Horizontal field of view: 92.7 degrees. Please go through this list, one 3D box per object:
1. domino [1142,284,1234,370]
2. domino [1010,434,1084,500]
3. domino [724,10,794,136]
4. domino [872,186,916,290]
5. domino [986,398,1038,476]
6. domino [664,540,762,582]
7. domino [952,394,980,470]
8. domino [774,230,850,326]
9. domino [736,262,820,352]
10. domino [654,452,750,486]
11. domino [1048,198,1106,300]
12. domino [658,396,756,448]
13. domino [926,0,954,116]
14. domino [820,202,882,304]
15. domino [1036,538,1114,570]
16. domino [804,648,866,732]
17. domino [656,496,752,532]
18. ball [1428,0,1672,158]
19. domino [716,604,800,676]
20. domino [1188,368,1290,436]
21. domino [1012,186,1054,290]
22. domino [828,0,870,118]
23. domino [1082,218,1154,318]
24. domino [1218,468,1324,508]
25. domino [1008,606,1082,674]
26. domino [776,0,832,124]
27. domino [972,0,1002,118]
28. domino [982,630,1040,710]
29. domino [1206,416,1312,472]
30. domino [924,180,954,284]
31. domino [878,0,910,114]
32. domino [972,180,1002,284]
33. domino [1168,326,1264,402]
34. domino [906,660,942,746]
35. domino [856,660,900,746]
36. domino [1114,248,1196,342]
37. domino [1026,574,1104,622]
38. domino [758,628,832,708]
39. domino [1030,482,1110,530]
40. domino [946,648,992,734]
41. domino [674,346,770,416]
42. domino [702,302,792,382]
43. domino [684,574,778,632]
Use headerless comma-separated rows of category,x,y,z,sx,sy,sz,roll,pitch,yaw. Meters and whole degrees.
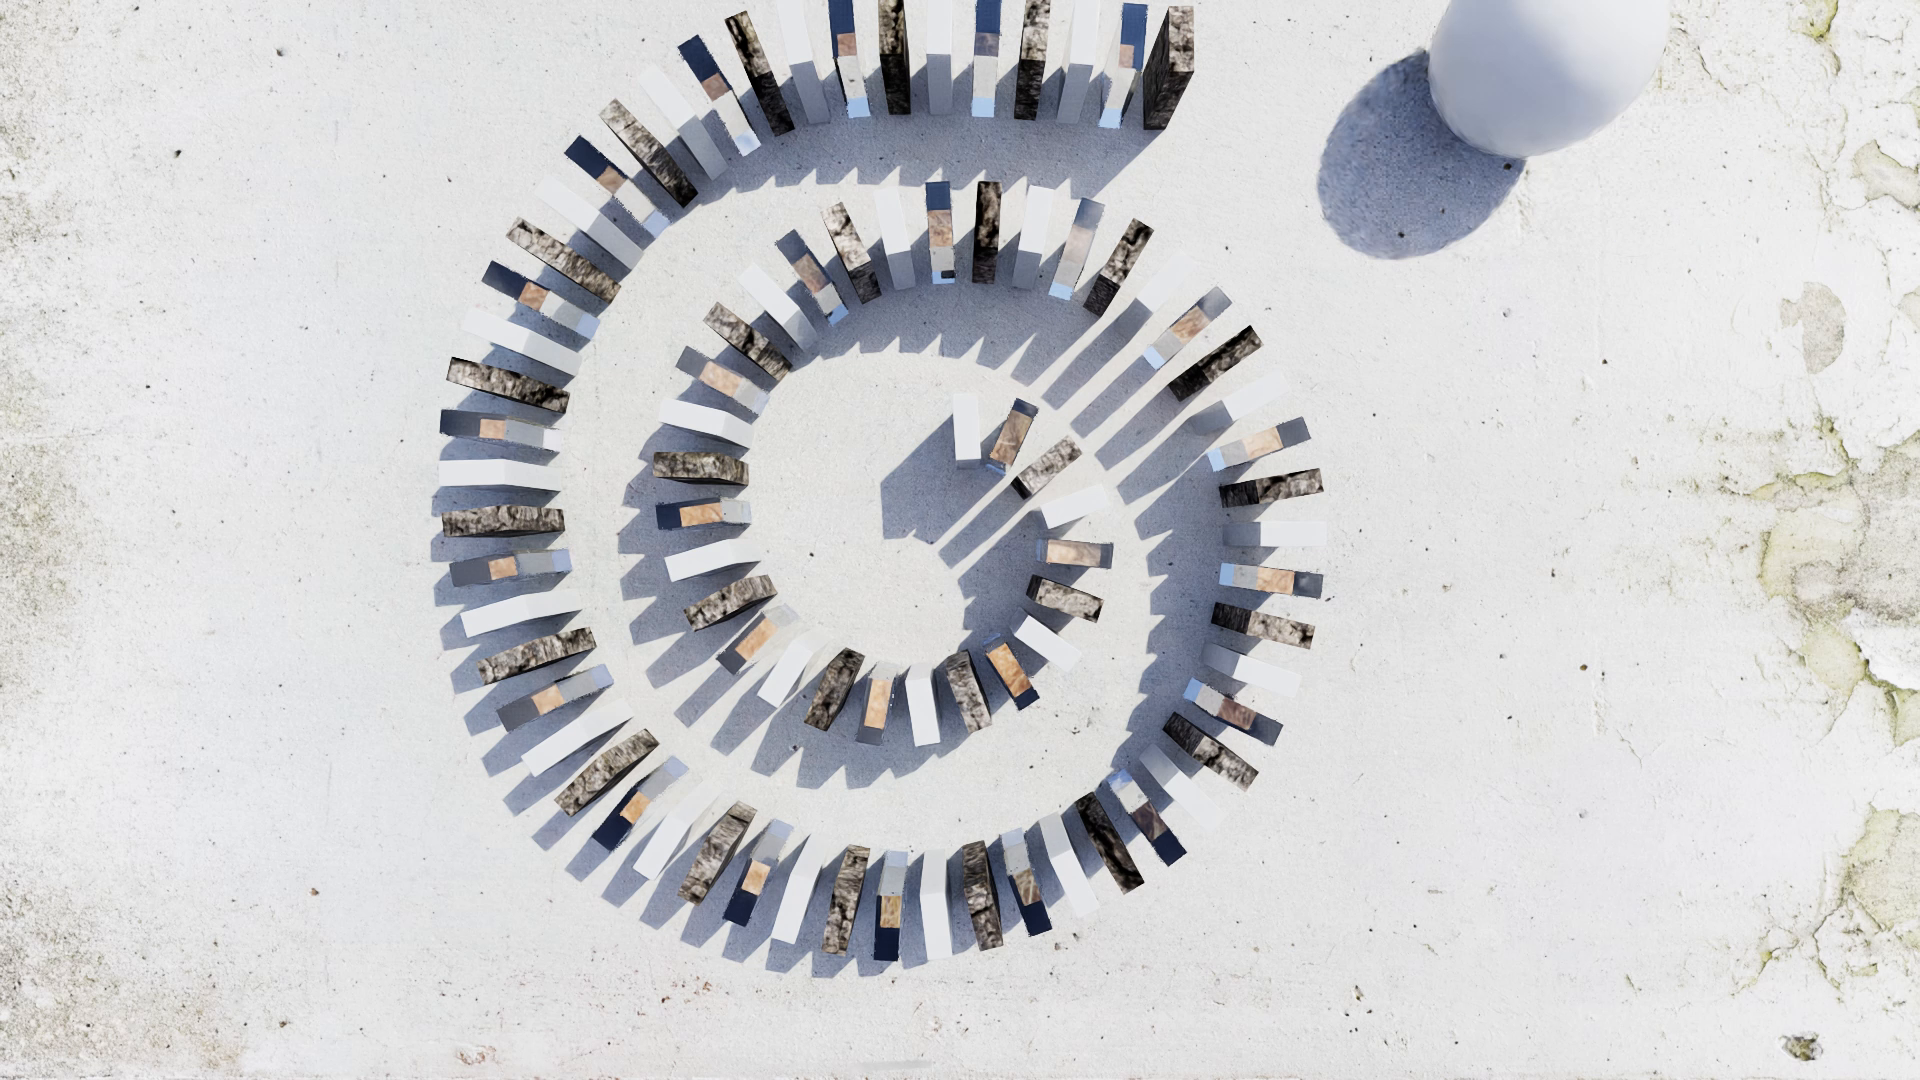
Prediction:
domino,0.092,-0.086,0.375,0.025,0.050,0.009,-41,90,0
domino,0.035,-0.029,0.375,0.025,0.050,0.009,-39,90,0
domino,-0.081,-0.189,0.375,0.010,0.050,0.025,-23,90,0
domino,-0.026,-0.122,0.375,0.010,0.050,0.025,-12,90,0
domino,0.021,-0.041,0.375,0.009,0.050,0.025,25,90,0
domino,-0.100,0.008,0.375,0.025,0.050,0.009,-17,90,0
domino,0.002,-0.043,0.375,0.009,0.050,0.025,-3,90,0
domino,-0.060,-0.106,0.375,0.010,0.050,0.025,-37,90,0
domino,-0.074,-0.094,0.375,0.025,0.050,0.009,45,90,0
domino,-0.105,-0.029,0.375,0.025,0.050,0.009,1,90,0
domino,0.047,-0.118,0.375,0.009,0.050,0.025,19,90,0
domino,-0.103,-0.047,0.375,0.025,0.050,0.010,13,90,0
domino,-0.008,-0.198,0.375,0.010,0.050,0.025,2,90,0
domino,-0.044,-0.116,0.375,0.009,0.050,0.025,-26,90,0
domino,0.046,0.005,0.375,0.025,0.050,0.009,6,90,0
domino,-0.050,0.060,0.375,0.009,0.050,0.025,24,90,0
domino,-0.104,-0.010,0.375,0.025,0.050,0.010,-8,90,0
ball,0.229,-0.193,0.360,0.080,0.080,0.080,0,90,0
domino,-0.081,0.040,0.375,0.009,0.050,0.025,44,90,0
domino,0.113,-0.055,0.375,0.025,0.050,0.010,-29,90,0
domino,0.029,-0.122,0.375,0.010,0.050,0.025,10,90,0
domino,-0.045,-0.197,0.375,0.010,0.050,0.025,-5,90,0
domino,0.064,-0.110,0.375,0.010,0.050,0.025,31,90,0
domino,0.126,-0.021,0.375,0.025,0.050,0.010,-10,90,0
domino,0.034,0.040,0.375,0.025,0.050,0.009,35,90,0
domino,-0.063,-0.195,0.375,0.010,0.050,0.025,-12,90,0
domino,0.011,-0.197,0.375,0.009,0.050,0.025,4,90,0
domino,0.020,0.052,0.375,0.009,0.050,0.025,-33,90,0
domino,0.121,-0.039,0.375,0.025,0.050,0.010,-21,90,0
domino,-0.008,-0.125,0.375,0.010,0.050,0.025,-4,90,0
domino,-0.026,-0.198,0.375,0.009,0.050,0.025,-1,90,0
domino,0.011,-0.125,0.375,0.009,0.050,0.025,3,90,0
domino,0.103,-0.071,0.375,0.025,0.050,0.010,-35,90,0
domino,-0.014,0.066,0.375,0.009,0.050,0.025,-9,90,0
domino,-0.033,0.066,0.375,0.010,0.050,0.025,11,90,0
domino,0.079,-0.099,0.375,0.010,0.050,0.025,42,90,0
domino,0.042,0.023,0.375,0.025,0.050,0.010,19,90,0
domino,-0.067,0.051,0.375,0.010,0.050,0.025,33,90,0
domino,0.044,-0.013,0.375,0.025,0.050,0.009,-21,90,0
domino,0.004,0.061,0.375,0.009,0.050,0.025,-21,90,0
domino,-0.096,-0.064,0.375,0.025,0.050,0.010,28,90,0
domino,-0.086,-0.080,0.375,0.025,0.050,0.010,37,90,0
domino,-0.093,0.025,0.375,0.025,0.050,0.009,-28,90,0
